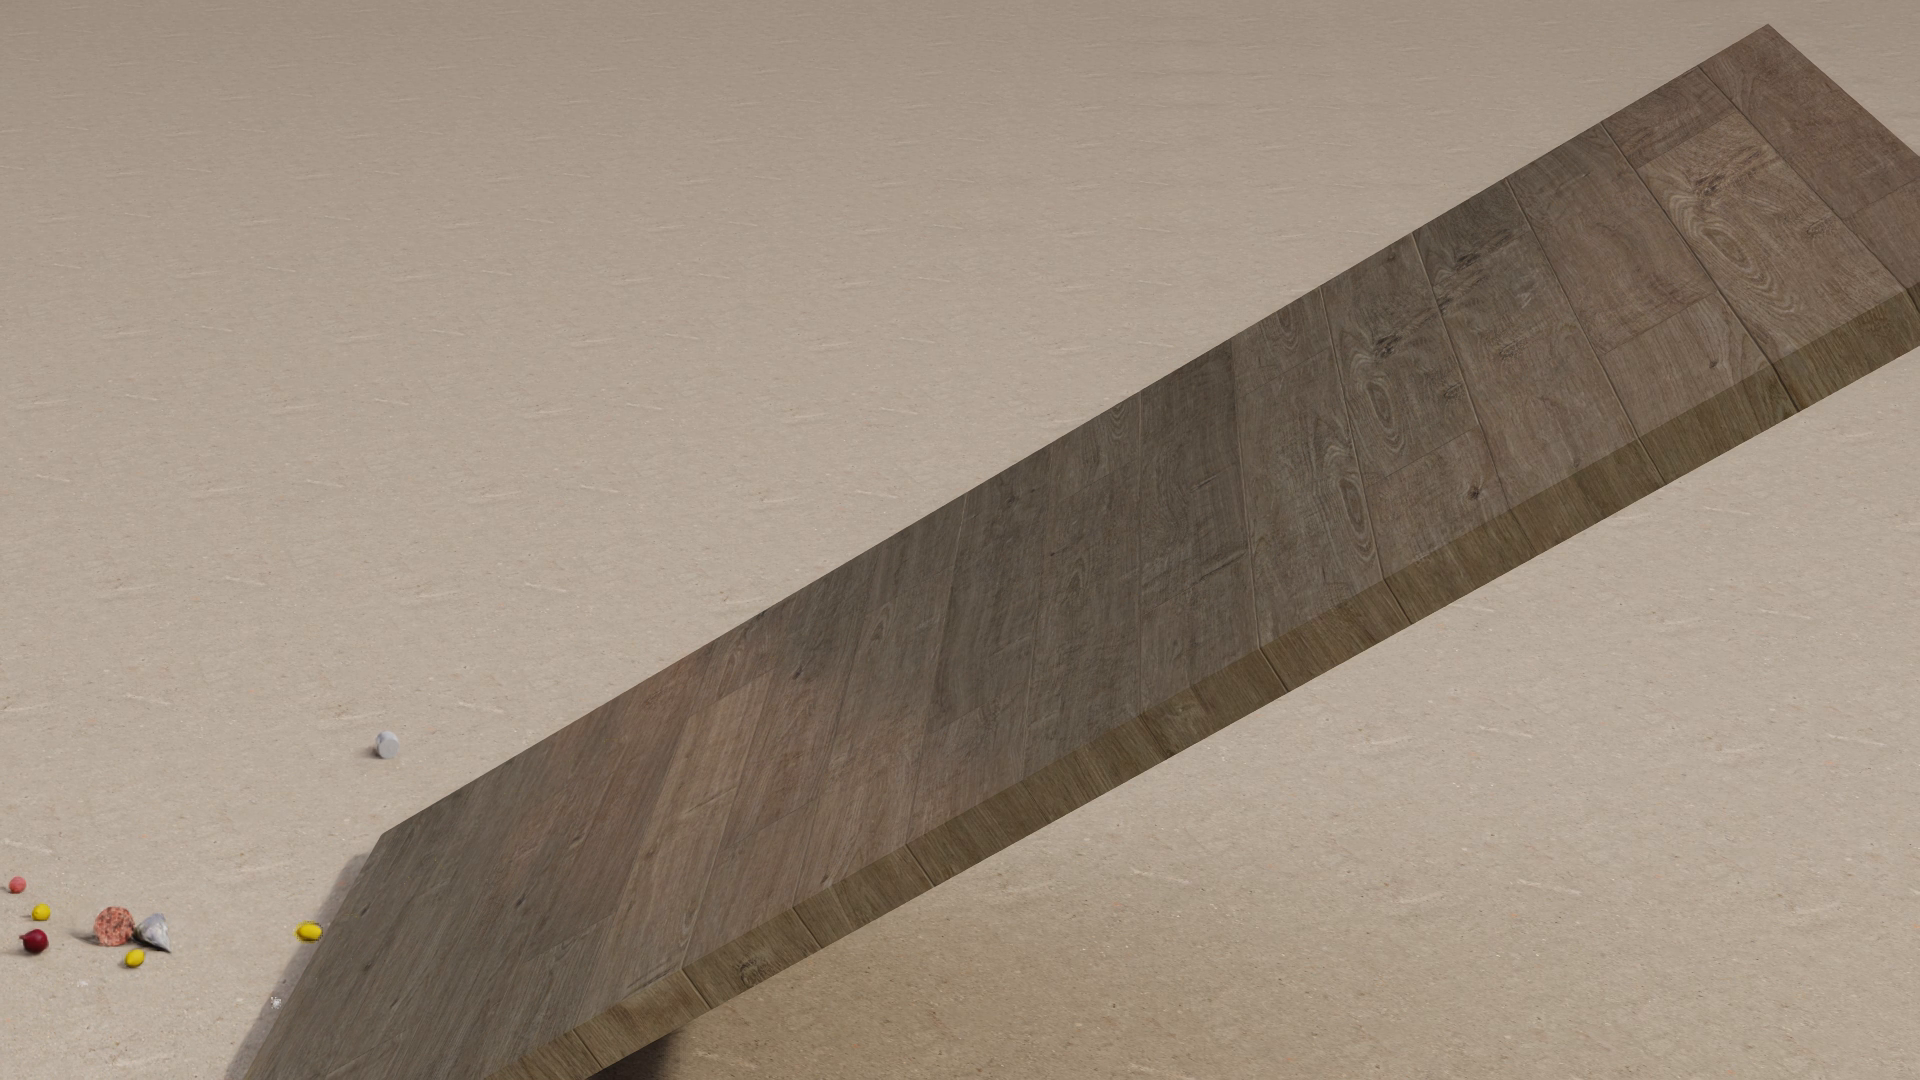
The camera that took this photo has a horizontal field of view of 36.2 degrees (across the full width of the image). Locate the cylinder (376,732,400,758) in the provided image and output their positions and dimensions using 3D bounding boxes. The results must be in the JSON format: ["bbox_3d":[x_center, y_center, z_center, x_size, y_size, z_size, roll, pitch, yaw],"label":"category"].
[{"bbox_3d":[-1.625,0.582,8.352,0.060,0.060,0.060,-7,21,-18],"label":"cylinder"}]

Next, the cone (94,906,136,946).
[{"bbox_3d":[-2.094,0.962,7.323,0.099,0.099,0.099,-2,-7,-5],"label":"cone"}]

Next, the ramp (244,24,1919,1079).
[{"bbox_3d":[0.140,0.170,6.292,4.000,0.100,2.000,-30,15,13],"label":"ramp"}]

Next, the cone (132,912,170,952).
[{"bbox_3d":[-1.973,0.987,7.256,0.095,0.095,0.095,42,39,23],"label":"cone"}]
